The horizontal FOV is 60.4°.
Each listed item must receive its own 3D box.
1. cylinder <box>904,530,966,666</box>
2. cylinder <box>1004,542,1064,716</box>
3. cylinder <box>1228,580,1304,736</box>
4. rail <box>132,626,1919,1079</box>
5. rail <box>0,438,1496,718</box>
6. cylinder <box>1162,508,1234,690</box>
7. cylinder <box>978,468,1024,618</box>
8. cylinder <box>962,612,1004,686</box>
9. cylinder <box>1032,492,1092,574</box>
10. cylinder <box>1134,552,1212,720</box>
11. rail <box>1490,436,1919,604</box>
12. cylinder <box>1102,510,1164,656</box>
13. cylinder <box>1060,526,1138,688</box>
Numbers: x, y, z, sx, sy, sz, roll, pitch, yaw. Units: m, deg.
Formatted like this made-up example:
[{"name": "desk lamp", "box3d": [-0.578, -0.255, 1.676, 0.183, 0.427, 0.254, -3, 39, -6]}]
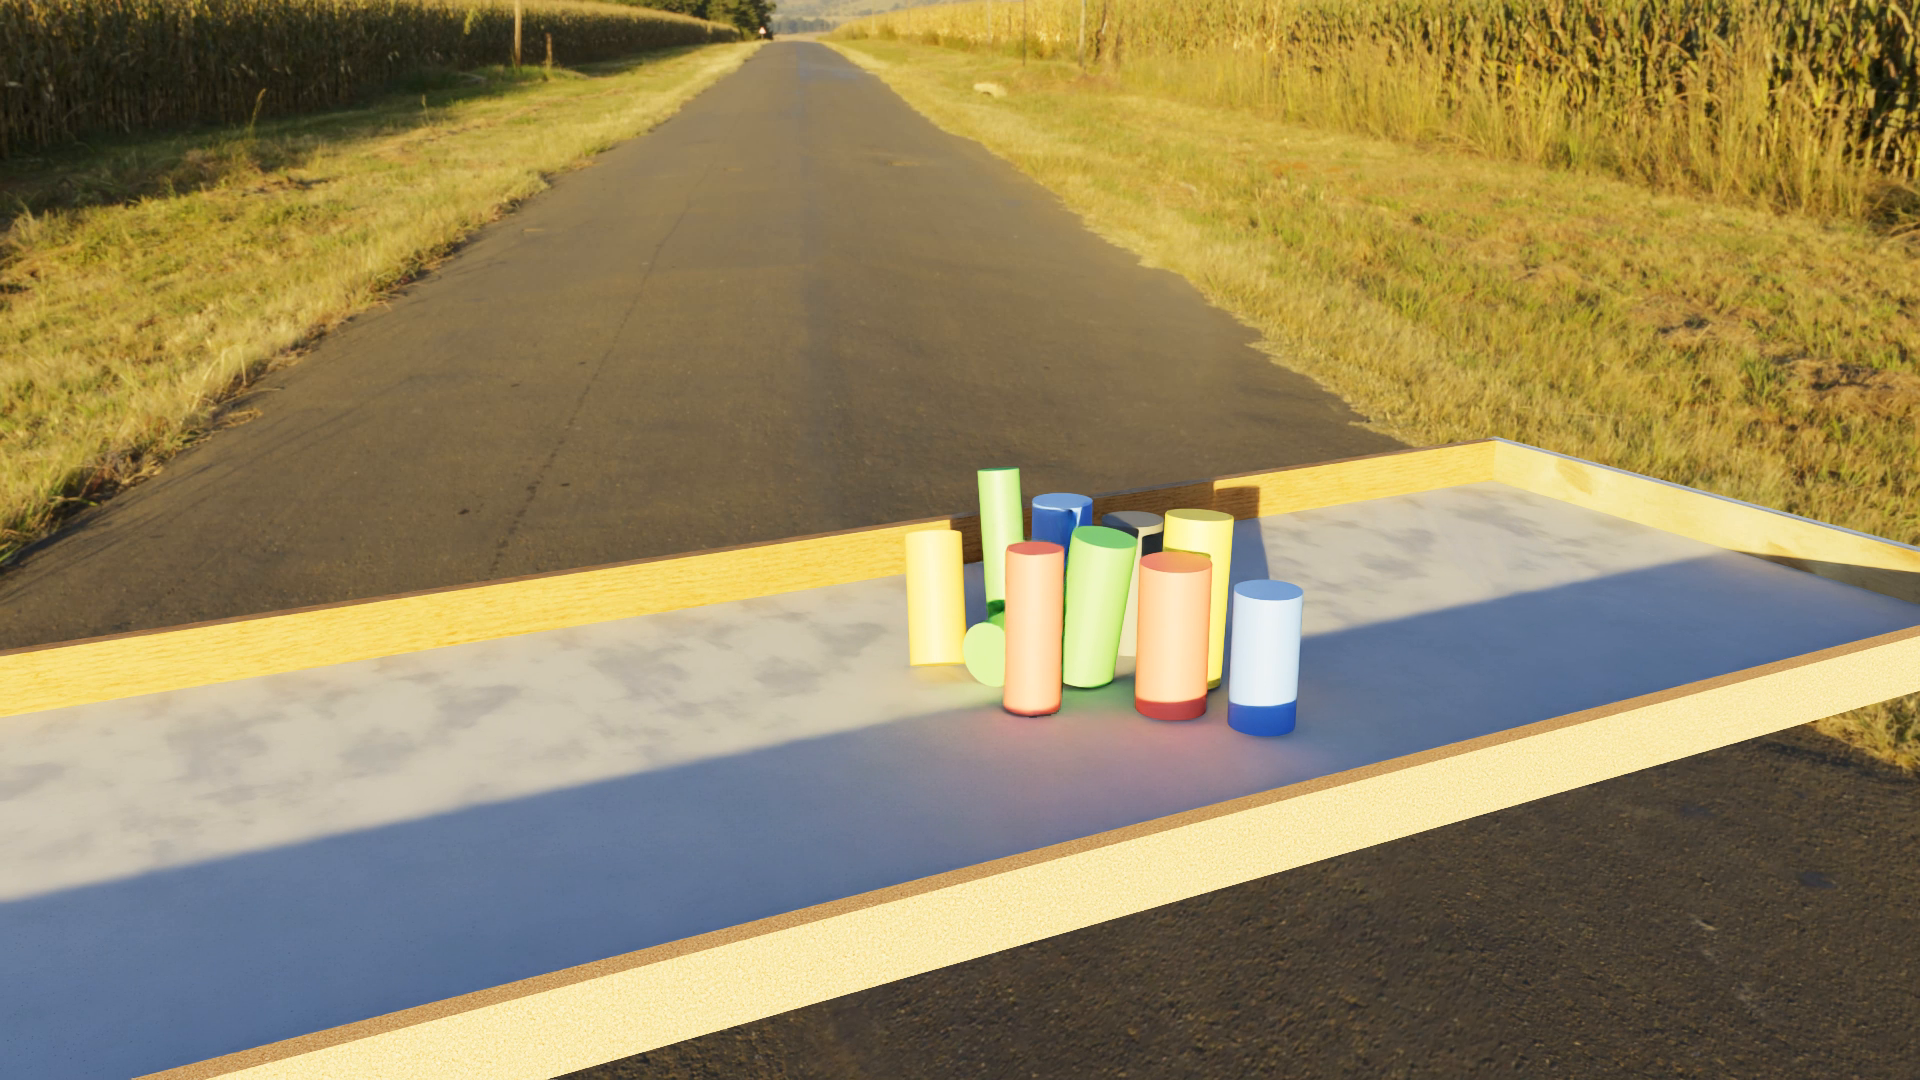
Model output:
[{"name": "cylinder", "box3d": [-0.061, 0.150, 4.199, 0.147, 0.333, 0.147, -3, -8, 0]}, {"name": "cylinder", "box3d": [0.175, 0.210, 3.935, 0.137, 0.391, 0.137, 1, 13, 0]}, {"name": "cylinder", "box3d": [0.709, 0.273, 3.839, 0.158, 0.330, 0.158, 0, 16, 0]}, {"name": "rail", "box3d": [-2.336, 1.006, 1.665, 12.000, 0.150, 0.050, -9, 18, -27]}, {"name": "rail", "box3d": [-3.305, 0.497, 3.399, 12.000, 0.150, 0.050, -9, 18, -27]}, {"name": "cylinder", "box3d": [0.578, 0.145, 4.089, 0.167, 0.421, 0.167, 3, 11, -1]}, {"name": "cylinder", "box3d": [0.117, 0.038, 4.395, 0.111, 0.455, 0.111, -4, 7, 0]}, {"name": "cylinder", "box3d": [0.182, 0.241, 4.242, 0.165, 0.165, 0.380, 11, 20, 33]}, {"name": "cylinder", "box3d": [0.283, 0.050, 4.598, 0.167, 0.331, 0.167, 0, 16, 0]}, {"name": "cylinder", "box3d": [0.508, 0.228, 3.929, 0.172, 0.366, 0.172, 0, 16, 0]}, {"name": "rail", "box3d": [2.466, -0.048, 5.253, 0.050, 0.150, 2.100, -9, 18, -27]}, {"name": "cylinder", "box3d": [0.450, 0.113, 4.348, 0.163, 0.350, 0.163, 0, 16, 0]}, {"name": "cylinder", "box3d": [0.330, 0.166, 4.102, 0.163, 0.369, 0.163, 7, 19, -3]}]
